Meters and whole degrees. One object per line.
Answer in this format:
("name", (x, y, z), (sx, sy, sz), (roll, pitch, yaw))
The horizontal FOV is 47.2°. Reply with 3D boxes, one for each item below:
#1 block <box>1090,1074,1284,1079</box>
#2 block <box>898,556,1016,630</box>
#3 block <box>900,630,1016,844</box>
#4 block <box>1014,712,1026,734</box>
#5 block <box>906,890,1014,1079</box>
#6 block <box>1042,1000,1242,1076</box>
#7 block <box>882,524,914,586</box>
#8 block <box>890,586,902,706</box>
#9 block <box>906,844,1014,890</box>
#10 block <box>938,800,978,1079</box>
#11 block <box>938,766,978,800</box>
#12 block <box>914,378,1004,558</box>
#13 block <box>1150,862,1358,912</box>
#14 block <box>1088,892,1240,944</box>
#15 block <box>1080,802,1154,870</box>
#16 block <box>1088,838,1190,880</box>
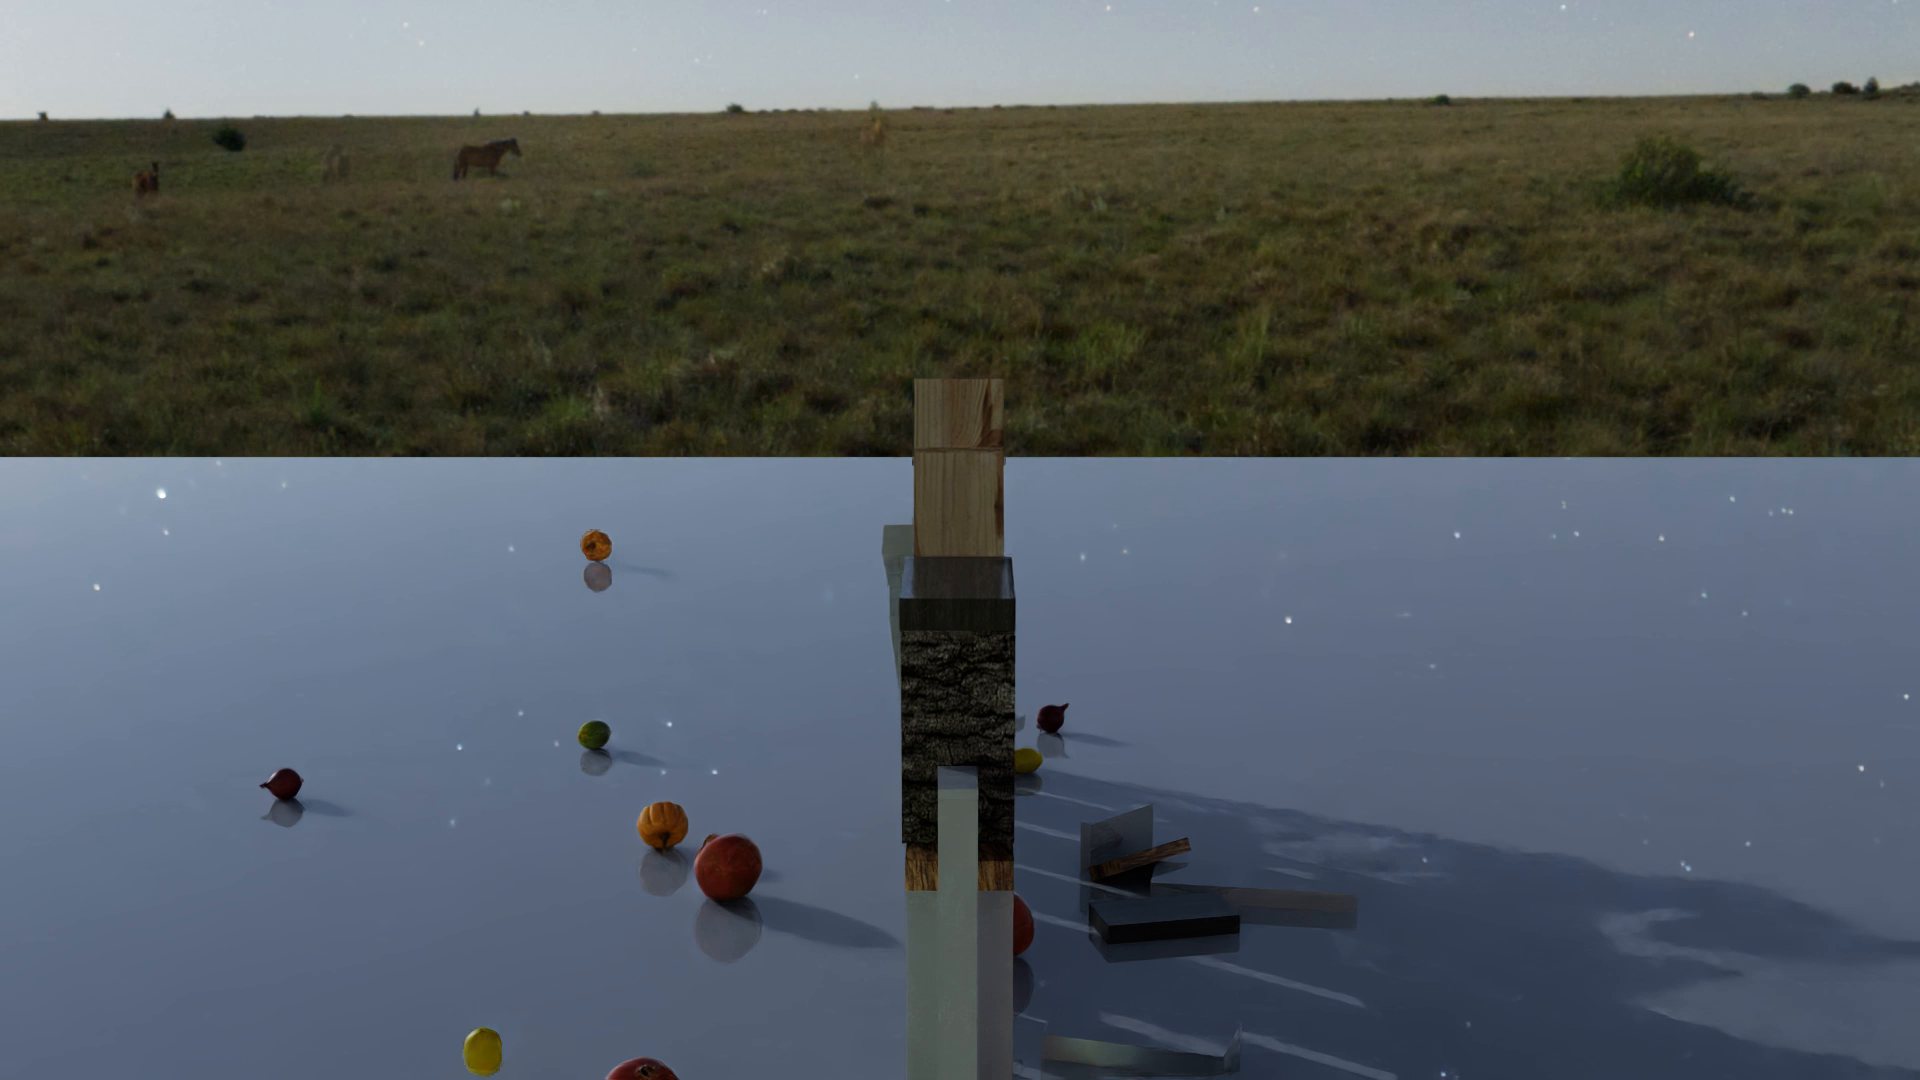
("block", (0.297, 0.730, 2.817), (0.252, 0.036, 0.126), (0, 11, -2))
("block", (-0.003, 0.070, 2.956), (0.149, 0.042, 0.298), (0, 10, 0))
("block", (-0.002, 0.252, 2.906), (0.149, 0.298, 0.042), (0, 13, 0))
("block", (0.036, 0.303, 3.540), (0.083, 0.023, 0.166), (10, 12, 21))
("block", (0.000, 0.585, 2.925), (0.141, 0.282, 0.040), (0, 11, 0))
("block", (0.251, 0.689, 3.034), (0.252, 0.036, 0.126), (3, 11, 18))
("block", (-0.017, 0.082, 3.548), (0.180, 0.051, 0.359), (-1, -28, 4))
("block", (-0.012, 0.180, 3.501), (0.180, 0.051, 0.399), (0, -26, 2))
("block", (0.000, 0.410, 2.988), (0.141, 0.040, 0.282), (0, 11, 0))
("block", (-0.003, 0.532, 2.822), (0.051, 0.423, 0.014), (0, 11, 0))
("block", (-0.003, 0.311, 2.815), (0.051, 0.014, 0.102), (0, 11, -1))
("block", (-0.002, -0.072, 3.138), (0.126, 0.315, 0.036), (0, -6, 0))
("block", (0.490, 0.576, 3.659), (0.337, 0.031, 0.108), (2, 11, 10))
("block", (0.325, 0.603, 3.512), (0.217, 0.031, 0.108), (-2, 11, -13))
("block", (0.275, 0.516, 3.841), (0.023, 0.083, 0.166), (10, 15, 44))
("block", (0.307, 0.545, 3.756), (0.166, 0.023, 0.083), (-9, -12, -41))
